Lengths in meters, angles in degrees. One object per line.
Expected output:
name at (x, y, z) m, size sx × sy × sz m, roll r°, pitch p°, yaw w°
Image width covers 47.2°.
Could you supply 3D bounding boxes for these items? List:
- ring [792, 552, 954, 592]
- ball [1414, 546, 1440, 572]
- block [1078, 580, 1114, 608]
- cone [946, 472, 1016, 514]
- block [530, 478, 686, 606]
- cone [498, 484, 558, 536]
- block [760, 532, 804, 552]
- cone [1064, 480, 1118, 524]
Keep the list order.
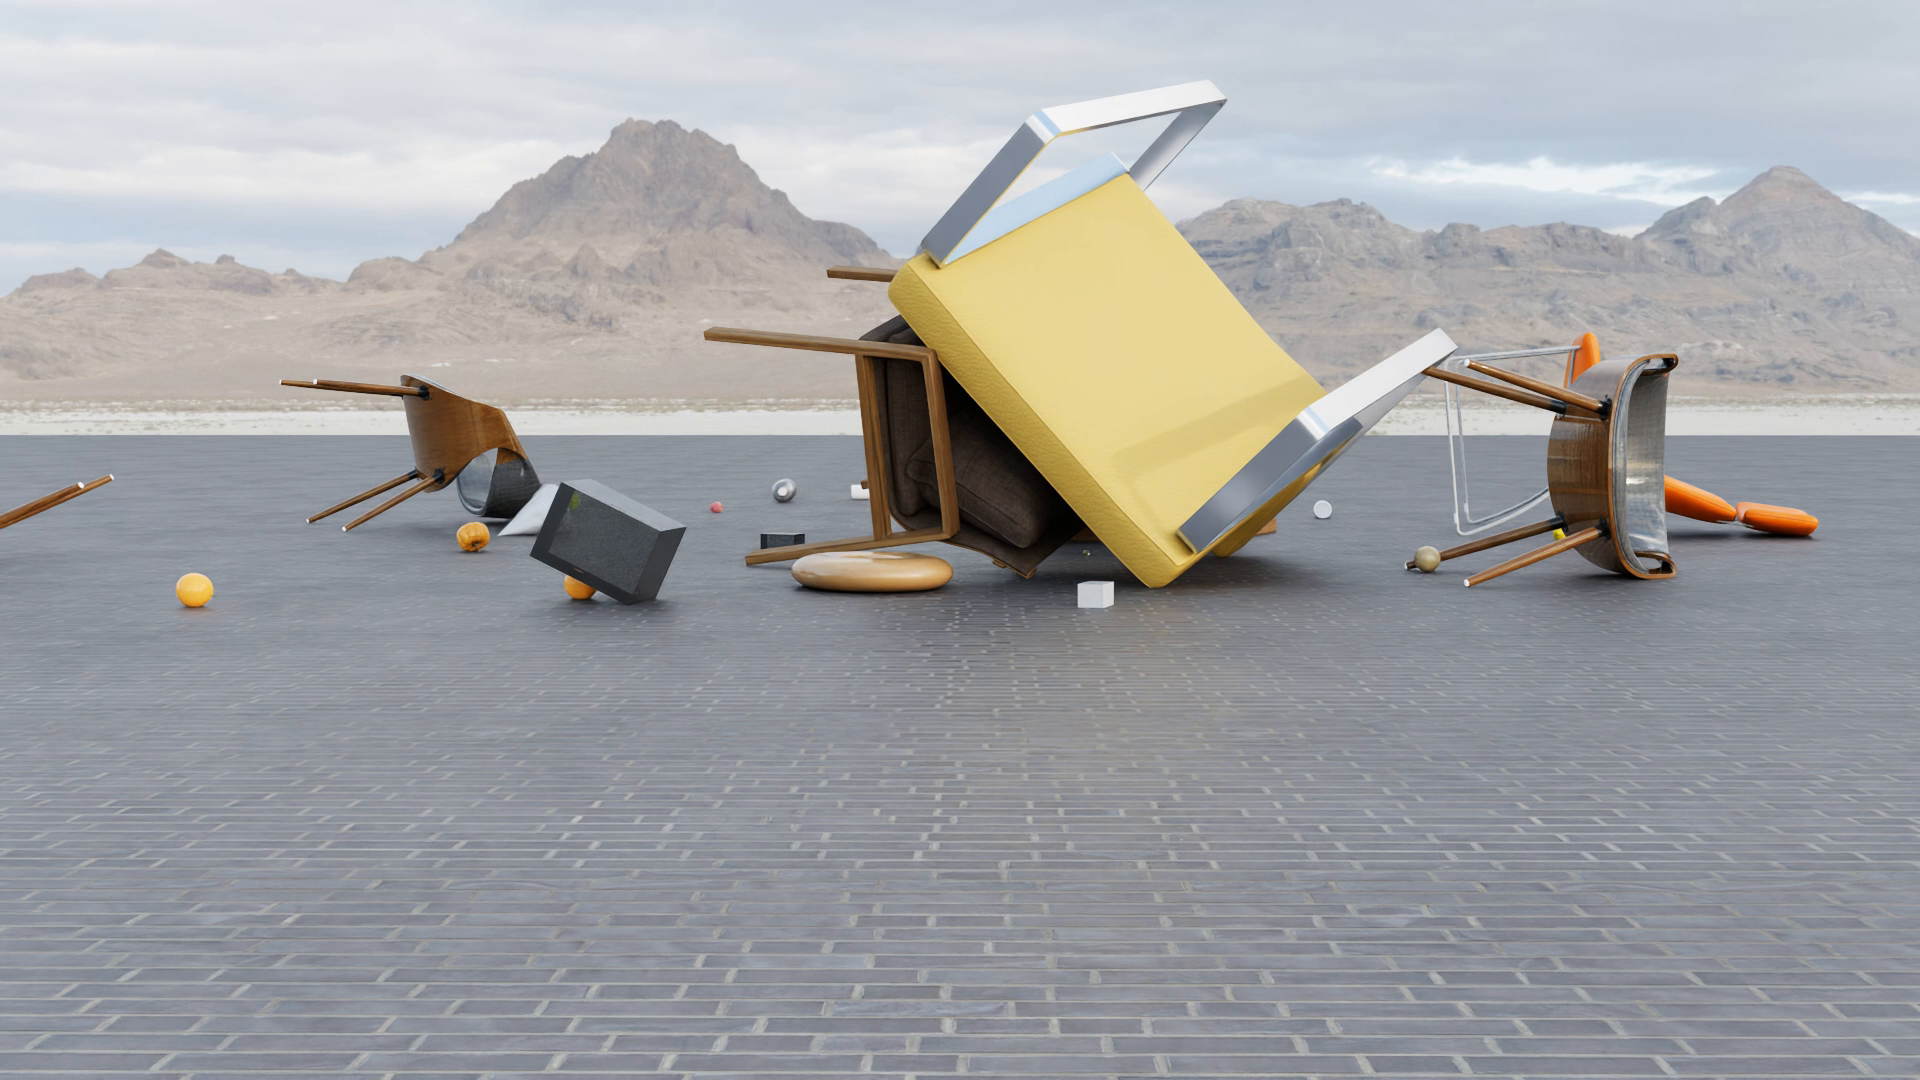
ring at (-0.199, 0.071, 4.982) m, size 0.349 × 0.075 × 0.407 m, roll -2°, pitch 4°, yaw -36°
ball at (1.148, 0.046, 5.401) m, size 0.064 × 0.064 × 0.064 m, roll 0°, pitch 4°, yaw 0°
block at (0.281, 0.113, 4.556) m, size 0.054 × 0.048 × 0.080 m, roll 1°, pitch 4°, yaw 20°
cone at (0.028, -0.135, 7.958) m, size 0.251 × 0.159 × 0.256 m, roll 0°, pitch -15°, yaw -39°
block at (-0.742, 0.002, 4.650) m, size 0.238 × 0.171 × 0.172 m, roll 26°, pitch 9°, yaw 9°
cone at (-1.328, -0.055, 6.779) m, size 0.234 × 0.158 × 0.238 m, roll -27°, pitch 34°, yaw -35°
block at (-0.496, 0.005, 6.148) m, size 0.105 × 0.045 × 0.066 m, roll 2°, pitch 4°, yaw 22°
cone at (0.407, -0.097, 7.435) m, size 0.204 × 0.140 × 0.215 m, roll -24°, pitch -7°, yaw -22°
